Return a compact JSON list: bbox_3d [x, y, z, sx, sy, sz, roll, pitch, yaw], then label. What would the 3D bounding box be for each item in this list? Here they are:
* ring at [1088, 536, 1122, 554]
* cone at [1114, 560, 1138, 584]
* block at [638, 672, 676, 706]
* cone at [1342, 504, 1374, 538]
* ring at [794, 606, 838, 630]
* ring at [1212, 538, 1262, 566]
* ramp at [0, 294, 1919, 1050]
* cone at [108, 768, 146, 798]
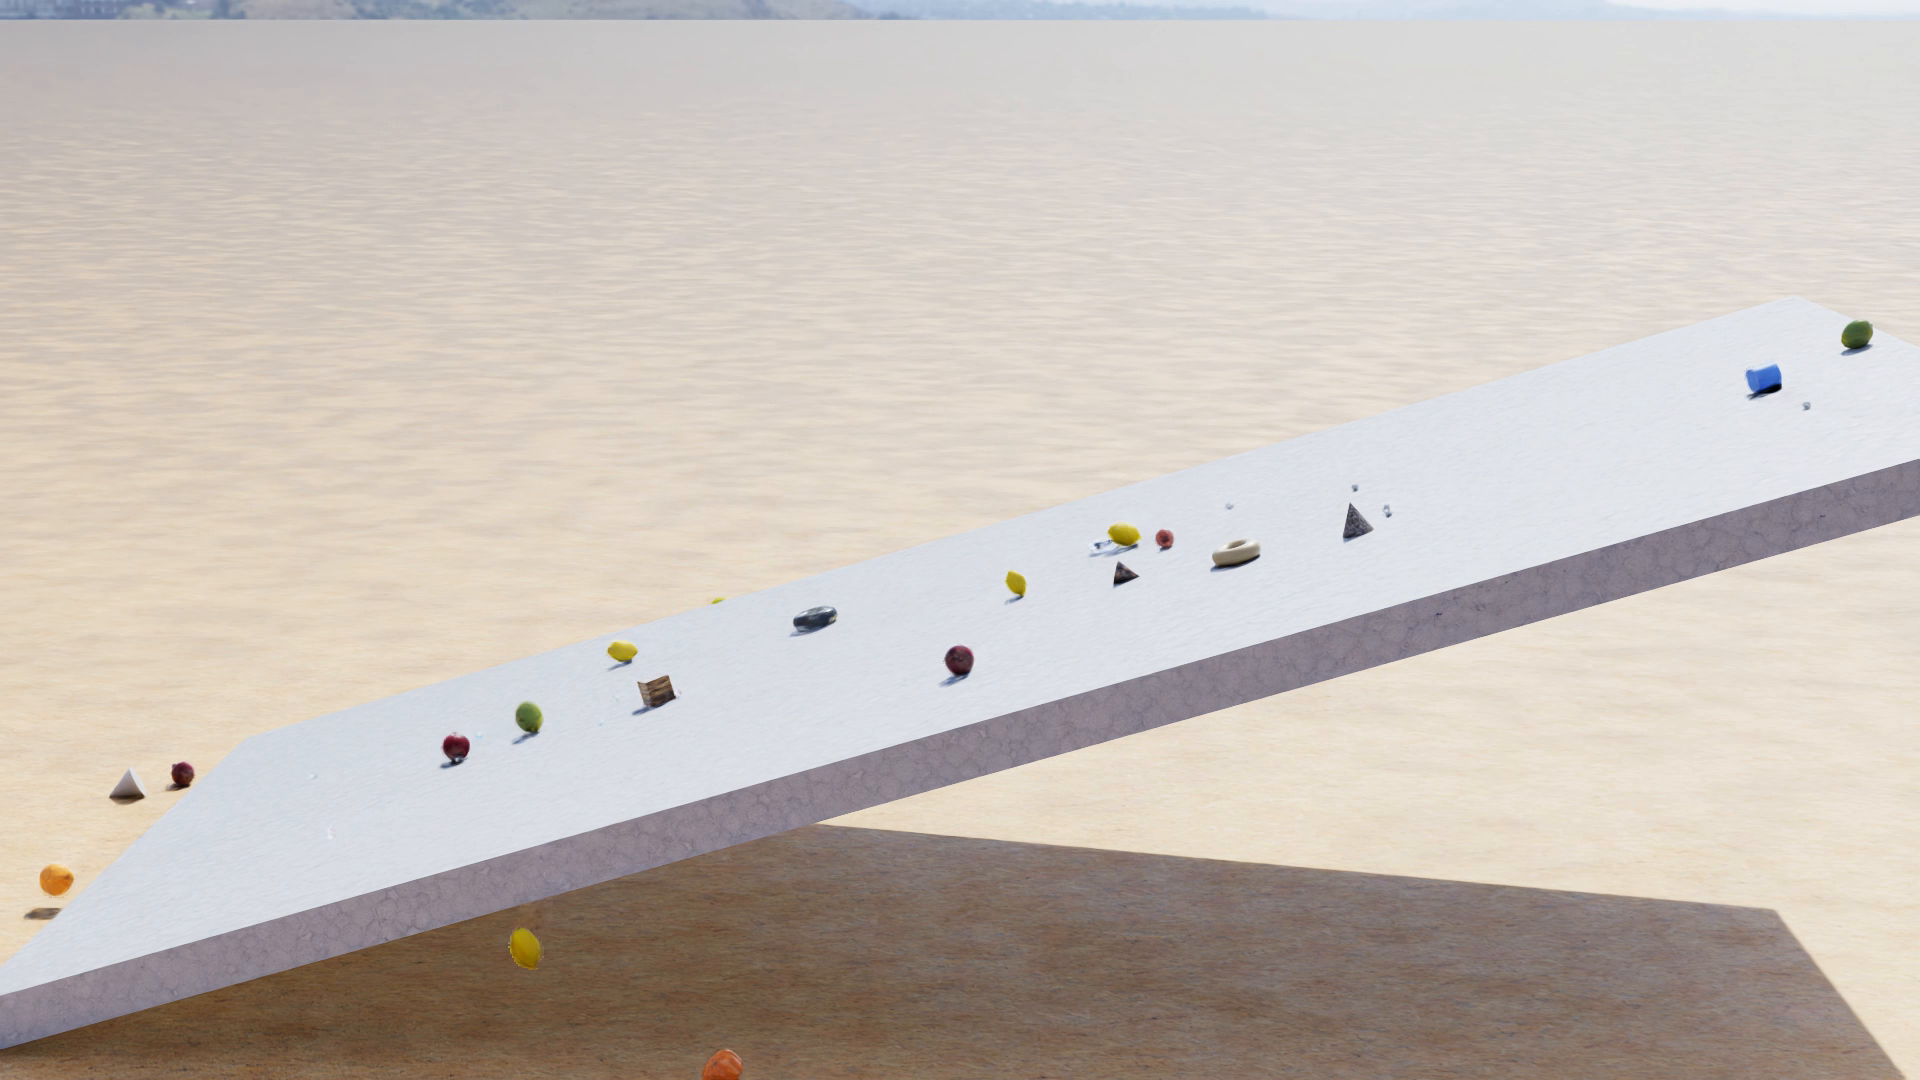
[{"bbox_3d":[0.323,0.009,6.550,0.076,0.025,0.076,-16,11,3],"label":"ring"},{"bbox_3d":[0.351,0.071,6.163,0.052,0.052,0.052,11,12,4],"label":"cone"},{"bbox_3d":[-0.656,0.323,6.355,0.055,0.055,0.055,-21,11,-25],"label":"block"},{"bbox_3d":[0.796,-0.046,5.942,0.067,0.067,0.067,-16,10,3],"label":"cone"},{"bbox_3d":[-0.328,0.177,6.677,0.105,0.035,0.105,-15,10,3],"label":"ring"},{"bbox_3d":[0.567,0.025,6.027,0.104,0.035,0.104,-17,11,3],"label":"ring"},{"bbox_3d":[0.091,0.187,6.320,4.000,0.100,2.000,-16,10,5],"label":"ramp"},{"bbox_3d":[-2.067,0.616,7.262,0.082,0.082,0.082,-28,15,-6],"label":"cone"}]
